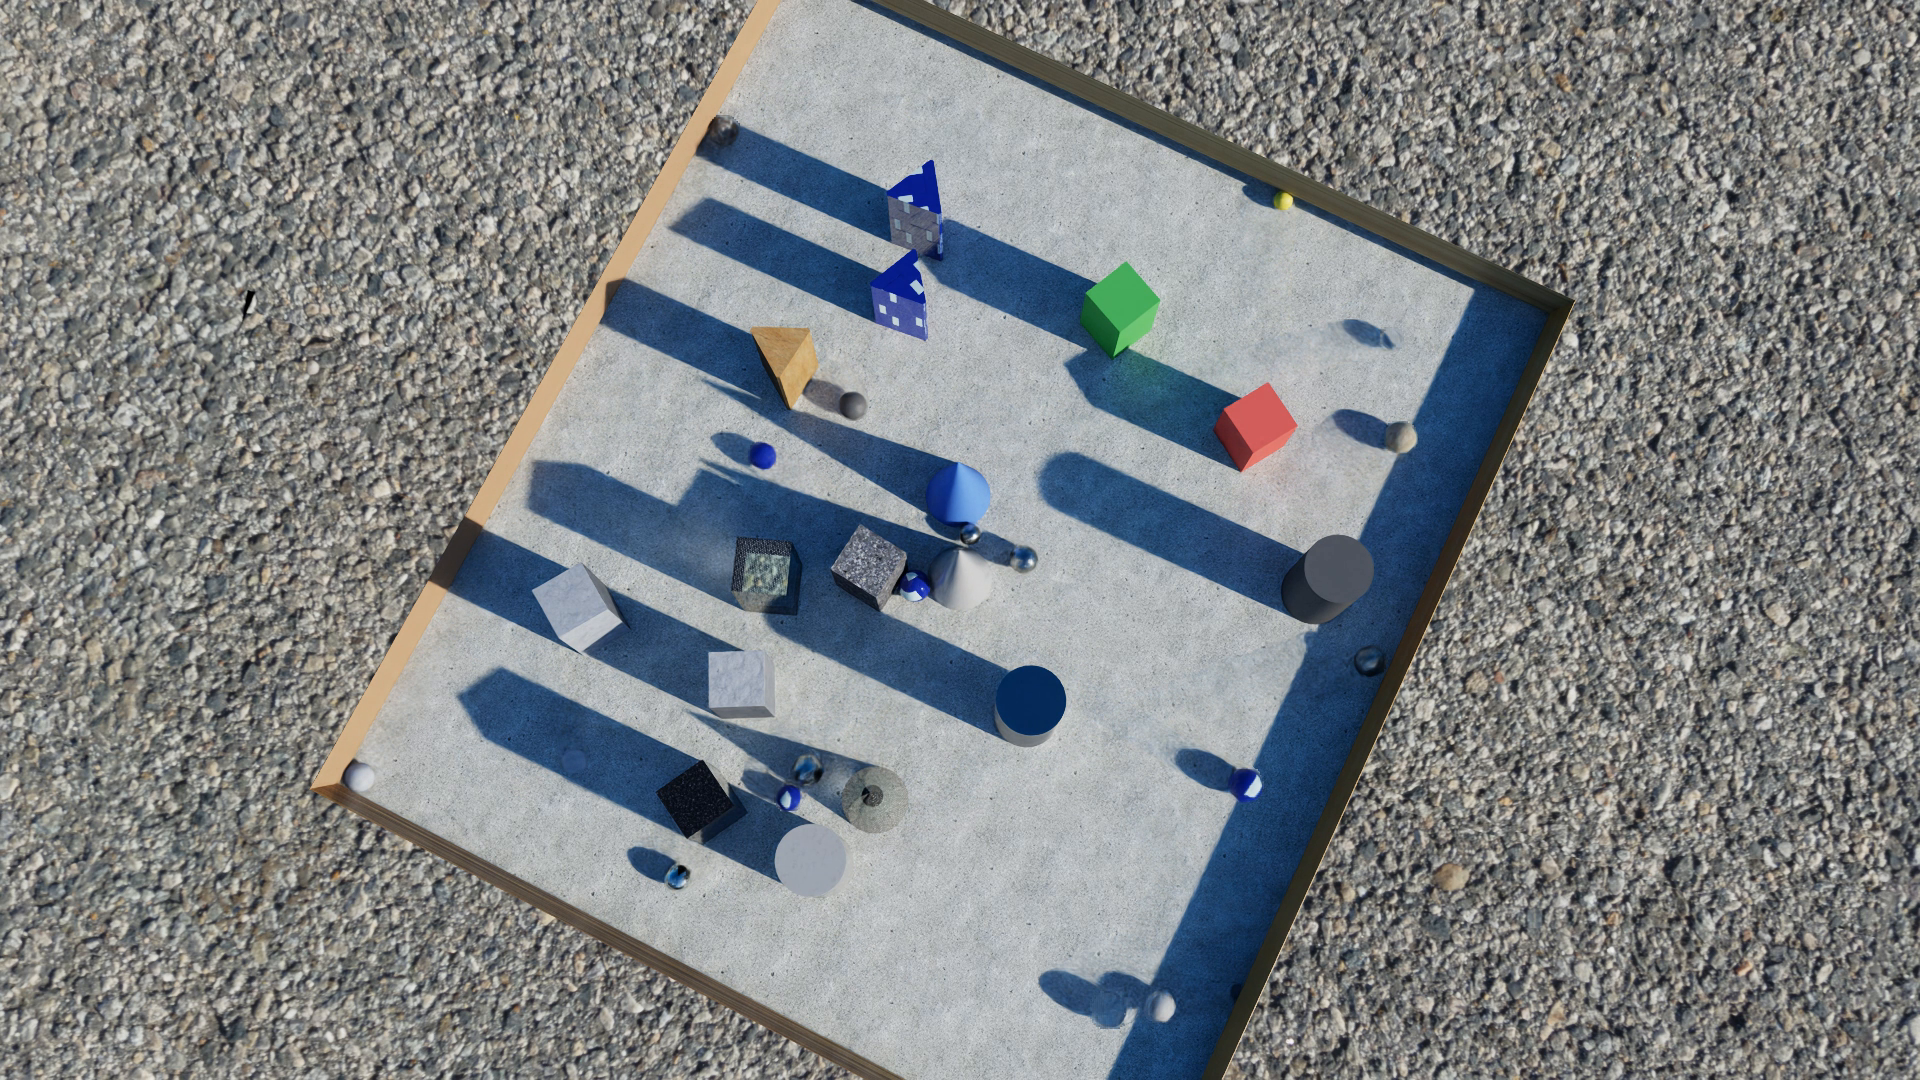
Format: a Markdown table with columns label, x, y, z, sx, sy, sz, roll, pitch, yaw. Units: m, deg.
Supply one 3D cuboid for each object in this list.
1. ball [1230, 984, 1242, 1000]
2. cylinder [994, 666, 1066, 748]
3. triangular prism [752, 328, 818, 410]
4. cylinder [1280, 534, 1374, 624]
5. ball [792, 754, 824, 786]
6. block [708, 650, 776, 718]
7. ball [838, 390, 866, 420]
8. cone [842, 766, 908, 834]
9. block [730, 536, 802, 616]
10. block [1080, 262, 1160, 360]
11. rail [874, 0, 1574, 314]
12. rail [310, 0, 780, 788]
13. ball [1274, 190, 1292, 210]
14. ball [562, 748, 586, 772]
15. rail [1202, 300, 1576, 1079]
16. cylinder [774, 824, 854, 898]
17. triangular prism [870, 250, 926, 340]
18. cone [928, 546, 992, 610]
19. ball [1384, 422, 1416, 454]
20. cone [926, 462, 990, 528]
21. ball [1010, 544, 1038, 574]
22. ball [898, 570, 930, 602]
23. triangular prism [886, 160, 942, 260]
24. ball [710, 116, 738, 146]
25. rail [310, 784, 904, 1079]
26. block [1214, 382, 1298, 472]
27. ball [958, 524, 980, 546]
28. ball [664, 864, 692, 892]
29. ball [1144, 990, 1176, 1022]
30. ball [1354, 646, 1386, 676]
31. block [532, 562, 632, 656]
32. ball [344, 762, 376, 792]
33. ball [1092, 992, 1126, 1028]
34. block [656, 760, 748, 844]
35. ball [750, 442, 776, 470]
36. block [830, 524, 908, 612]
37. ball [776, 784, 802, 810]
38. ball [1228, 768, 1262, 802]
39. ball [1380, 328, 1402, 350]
| label | x | y | z | sx | sy | sz | roll | pitch | yaw |
| --- | --- | --- | --- | --- | --- | --- | --- | --- | --- |
| ball | 0.807 | 1.314 | 5.321 | 0.045 | 0.045 | 0.045 | 0 | 78 | 0 |
| cylinder | 0.200 | 0.487 | 5.329 | 0.199 | 0.366 | 0.199 | 0 | 78 | 0 |
| triangular prism | -0.551 | -0.549 | 5.550 | 0.149 | 0.353 | 0.172 | 31 | 80 | 6 |
| cylinder | 1.077 | 0.120 | 5.395 | 0.199 | 0.385 | 0.199 | 0 | 78 | 0 |
| ball | -0.450 | 0.681 | 5.430 | 0.091 | 0.091 | 0.091 | 0 | 78 | 0 |
| block | -0.637 | 0.427 | 5.373 | 0.159 | 0.303 | 0.159 | -2 | 78 | 0 |
| ball | -0.331 | -0.417 | 5.659 | 0.087 | 0.087 | 0.087 | 0 | 78 | 0 |
| cone | -0.252 | 0.743 | 5.307 | 0.199 | 0.306 | 0.199 | 0 | 78 | 0 |
| block | -0.567 | 0.110 | 5.412 | 0.159 | 0.356 | 0.159 | 5 | 78 | 1 |
| block | 0.488 | -0.700 | 5.618 | 0.159 | 0.281 | 0.159 | -39 | 81 | -7 |
| rail | 0.667 | -1.300 | 5.819 | 2.722 | 0.129 | 0.045 | 26 | 80 | 5 |
| rail | -1.196 | -0.579 | 5.669 | 0.045 | 0.129 | 3.031 | 26 | 80 | 5 |
| ball | 1.024 | -1.076 | 5.808 | 0.061 | 0.061 | 0.061 | 0 | 78 | 0 |
| ball | -1.146 | 0.654 | 5.445 | 0.070 | 0.070 | 0.070 | 0 | 78 | 0 |
| rail | 1.196 | 0.593 | 5.427 | 0.045 | 0.129 | 3.031 | 26 | 80 | 5 |
| cylinder | -0.412 | 0.921 | 5.238 | 0.199 | 0.368 | 0.199 | 0 | 78 | 0 |
| triangular prism | -0.160 | -0.760 | 5.597 | 0.172 | 0.347 | 0.149 | 19 | 79 | 4 |
| cone | -0.001 | 0.073 | 5.379 | 0.199 | 0.435 | 0.199 | 0 | 78 | 0 |
| ball | 1.352 | -0.313 | 5.632 | 0.097 | 0.097 | 0.097 | 0 | 78 | 0 |
| cone | -0.006 | -0.180 | 5.432 | 0.199 | 0.434 | 0.199 | 0 | 78 | 0 |
| ball | 0.192 | 0.057 | 5.561 | 0.086 | 0.086 | 0.086 | 0 | 78 | 0 |
| ball | -0.137 | 0.138 | 5.537 | 0.099 | 0.099 | 0.099 | 0 | 78 | 0 |
| triangular prism | -0.110 | -1.023 | 5.627 | 0.172 | 0.394 | 0.149 | 21 | 79 | 4 |
| ball | -0.752 | -1.302 | 5.839 | 0.091 | 0.091 | 0.091 | 0 | 78 | 0 |
| rail | -0.667 | 1.314 | 5.278 | 2.722 | 0.129 | 0.045 | 26 | 80 | 5 |
| block | 0.894 | -0.340 | 5.563 | 0.159 | 0.242 | 0.159 | -31 | 80 | -6 |
| ball | 0.030 | -0.017 | 5.586 | 0.066 | 0.066 | 0.066 | 0 | 78 | 0 |
| ball | -0.824 | 0.990 | 5.370 | 0.082 | 0.082 | 0.082 | 0 | 78 | 0 |
| ball | 0.578 | 1.347 | 5.293 | 0.088 | 0.088 | 0.088 | 0 | 78 | 0 |
| ball | 1.229 | 0.364 | 5.494 | 0.092 | 0.092 | 0.092 | 0 | 78 | 0 |
| block | -1.105 | 0.208 | 5.378 | 0.159 | 0.384 | 0.159 | -30 | 80 | -6 |
| ball | -1.778 | 0.703 | 5.426 | 0.088 | 0.088 | 0.088 | 0 | 78 | 0 |
| ball | 0.430 | 1.356 | 5.285 | 0.099 | 0.099 | 0.099 | 0 | 78 | 0 |
| block | -0.740 | 0.757 | 5.282 | 0.159 | 0.349 | 0.159 | -35 | 80 | -7 |
| ball | -0.604 | -0.256 | 5.627 | 0.083 | 0.083 | 0.083 | 0 | 78 | 0 |
| block | -0.268 | 0.087 | 5.464 | 0.159 | 0.264 | 0.159 | 32 | 80 | 6 |
| ball | -0.506 | 0.761 | 5.421 | 0.074 | 0.074 | 0.074 | 0 | 78 | 0 |
| ball | 0.841 | 0.722 | 5.417 | 0.098 | 0.098 | 0.098 | 0 | 78 | 0 |
| ball | 1.342 | -0.624 | 5.710 | 0.070 | 0.070 | 0.070 | 0 | 78 | 0 |
